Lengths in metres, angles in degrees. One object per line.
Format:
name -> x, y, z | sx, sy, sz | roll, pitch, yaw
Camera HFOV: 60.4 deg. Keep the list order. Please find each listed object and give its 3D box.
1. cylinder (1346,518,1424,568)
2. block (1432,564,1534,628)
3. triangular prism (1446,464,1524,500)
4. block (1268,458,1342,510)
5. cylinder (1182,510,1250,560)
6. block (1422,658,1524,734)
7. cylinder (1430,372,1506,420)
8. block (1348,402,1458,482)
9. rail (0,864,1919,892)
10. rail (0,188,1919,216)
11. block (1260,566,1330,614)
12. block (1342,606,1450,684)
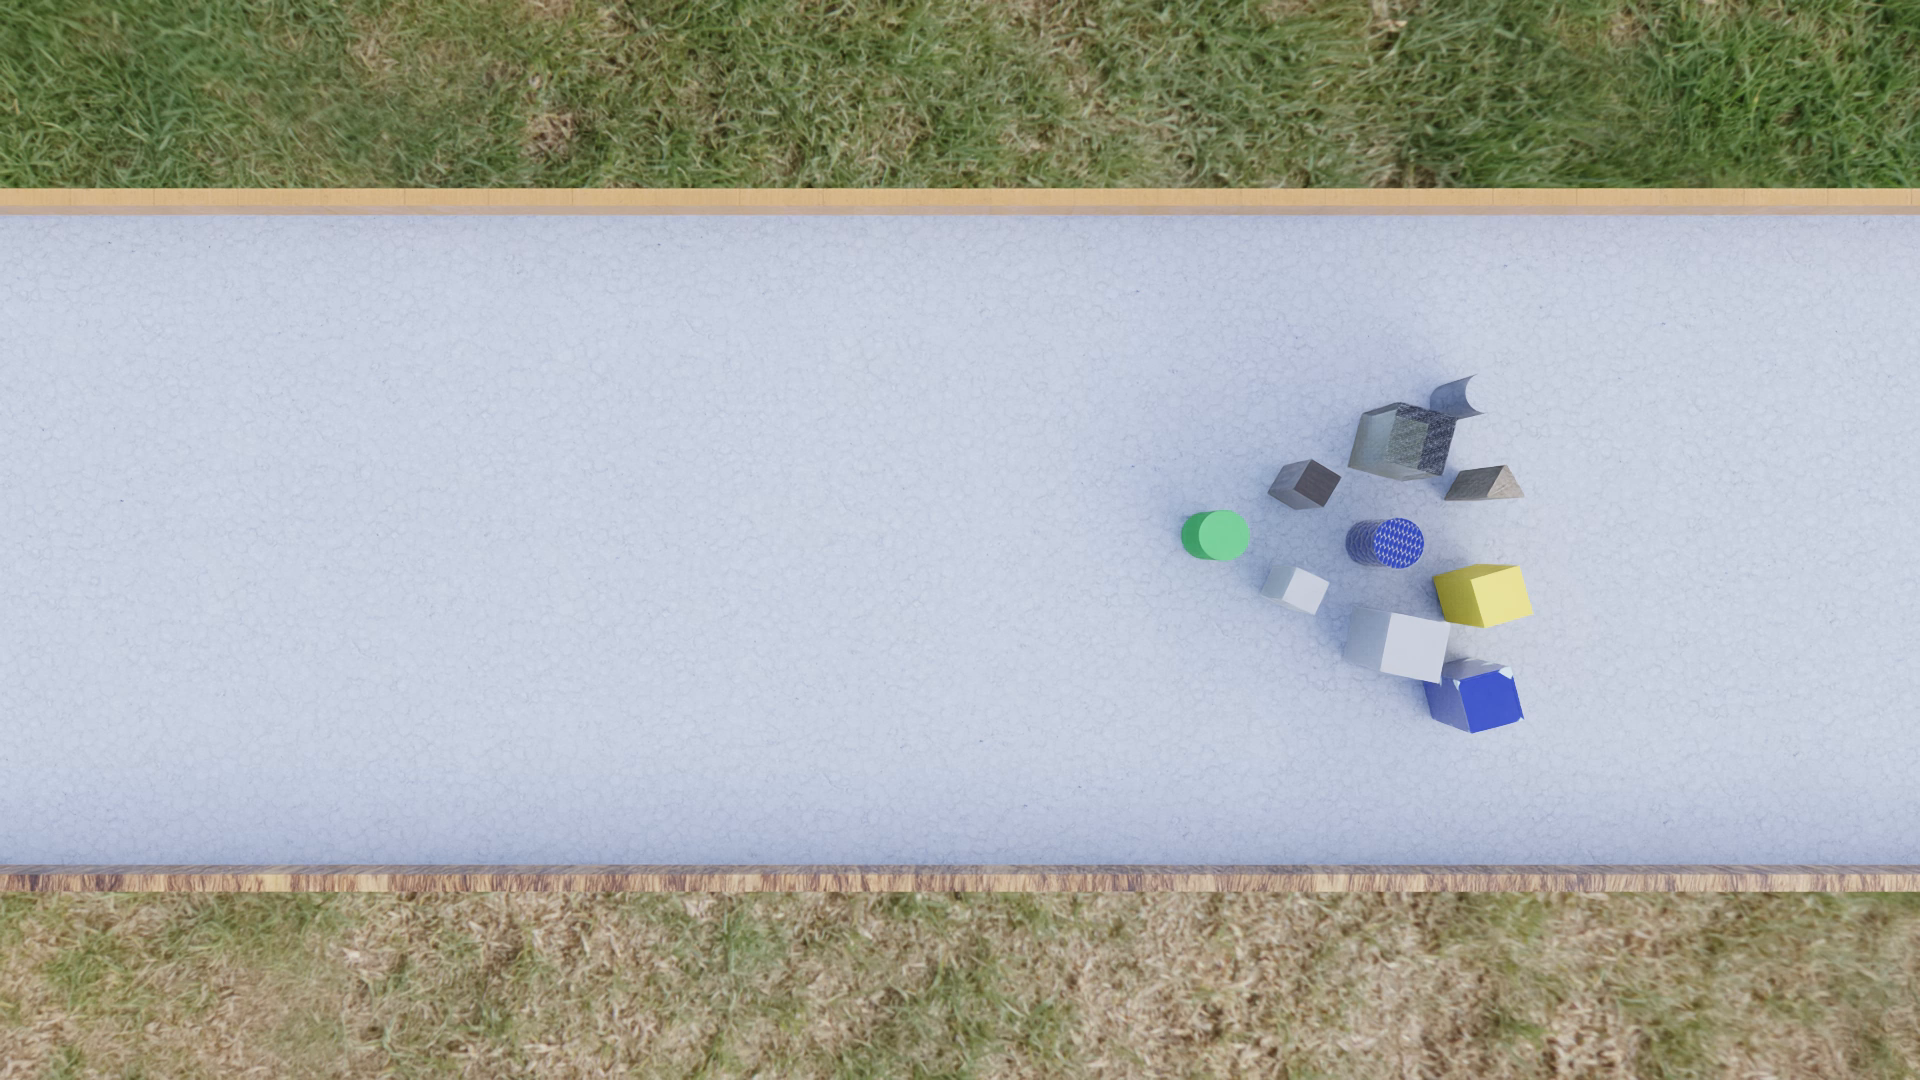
cylinder -> 1.259, 0.010, 4.904 | 0.145, 0.345, 0.145 | 0, 90, 0
block -> 1.544, 0.162, 4.887 | 0.144, 0.379, 0.144 | -16, 90, 0
triangular prism -> 1.543, -0.168, 4.869 | 0.105, 0.415, 0.091 | 0, 90, 0
block -> 1.013, -0.161, 4.875 | 0.100, 0.403, 0.100 | 31, 90, 0
cylinder -> 0.753, -0.013, 4.888 | 0.146, 0.377, 0.146 | 0, 90, 0
block -> 1.509, 0.456, 4.883 | 0.157, 0.388, 0.157 | -15, 90, 0
cylinder -> 1.503, -0.422, 4.896 | 0.117, 0.361, 0.117 | 0, 90, 0
block -> 1.297, -0.285, 4.860 | 0.172, 0.433, 0.172 | 15, 90, 0
rail -> -2.247, 1.025, 5.001 | 12.000, 0.150, 0.050 | 0, 90, 0
rail -> -2.247, -1.025, 5.002 | 12.000, 0.150, 0.050 | 0, 90, 0
block -> 0.990, 0.146, 4.898 | 0.103, 0.357, 0.103 | 25, 90, 0
block -> 1.278, 0.303, 4.853 | 0.169, 0.447, 0.169 | 12, 90, 0
